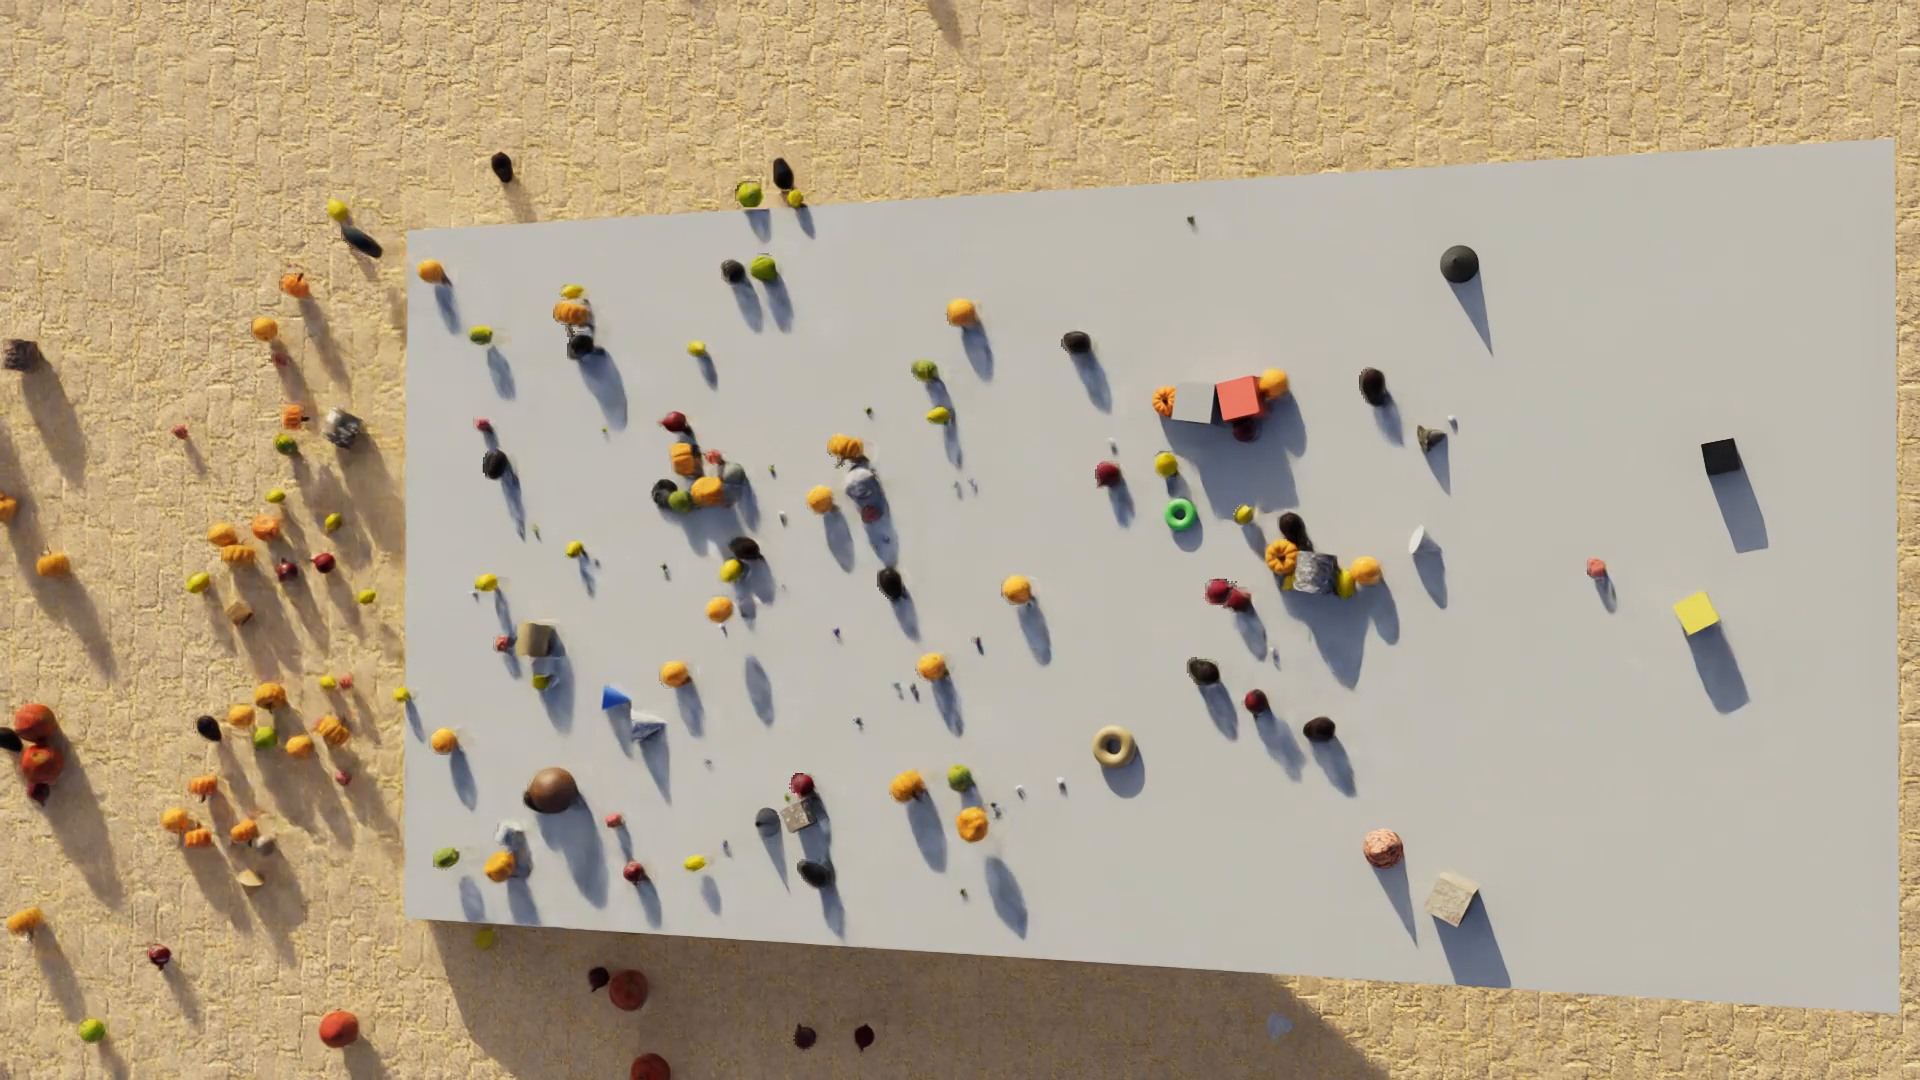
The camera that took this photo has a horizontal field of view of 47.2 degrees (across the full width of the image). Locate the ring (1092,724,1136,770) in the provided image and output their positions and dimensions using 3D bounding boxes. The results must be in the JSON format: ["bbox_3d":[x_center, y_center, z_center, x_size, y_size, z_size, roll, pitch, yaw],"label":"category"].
[{"bbox_3d":[0.395,0.531,5.639,0.114,0.038,0.114,0,90,19],"label":"ring"}]

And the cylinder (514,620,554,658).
[{"bbox_3d":[-1.201,0.277,6.198,0.093,0.093,0.093,10,92,0],"label":"cylinder"}]

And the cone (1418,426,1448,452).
[{"bbox_3d":[1.161,-0.256,5.372,0.065,0.065,0.065,-12,89,-7],"label":"cone"}]

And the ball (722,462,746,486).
[{"bbox_3d":[-0.618,-0.180,6.006,0.062,0.062,0.062,0,89,0],"label":"ball"}]

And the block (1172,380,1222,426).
[{"bbox_3d":[0.600,-0.346,5.542,0.100,0.100,0.100,8,92,20],"label":"block"}]

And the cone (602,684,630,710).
[{"bbox_3d":[-0.956,0.441,6.137,0.077,0.077,0.077,6,89,-7],"label":"cone"}]

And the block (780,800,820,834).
[{"bbox_3d":[-0.433,0.744,5.925,0.065,0.065,0.065,-28,80,18],"label":"block"}]

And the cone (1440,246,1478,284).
[{"bbox_3d":[1.203,-0.674,5.328,0.094,0.094,0.094,0,89,20],"label":"cone"}]

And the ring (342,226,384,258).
[{"bbox_3d":[-1.740,-0.868,6.412,0.131,0.131,0.044,37,92,0],"label":"ring"}]

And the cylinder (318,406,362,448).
[{"bbox_3d":[-1.817,-0.330,6.453,0.095,0.095,0.095,26,90,0],"label":"cylinder"}]

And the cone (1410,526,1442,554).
[{"bbox_3d":[1.147,0.011,5.372,0.072,0.072,0.072,19,89,-7],"label":"cone"}]

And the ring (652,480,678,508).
[{"bbox_3d":[-0.818,-0.130,6.099,0.079,0.026,0.079,0,90,20],"label":"ring"}]

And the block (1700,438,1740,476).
[{"bbox_3d":[1.772,-0.193,5.123,0.073,0.073,0.073,-11,85,20],"label":"block"}]

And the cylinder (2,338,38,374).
[{"bbox_3d":[-2.760,-0.541,6.460,0.090,0.090,0.090,6,89,0],"label":"cylinder"}]

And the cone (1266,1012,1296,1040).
[{"bbox_3d":[0.957,1.430,6.461,0.078,0.078,0.078,9,89,-27],"label":"cone"}]

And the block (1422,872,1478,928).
[{"bbox_3d":[1.185,0.868,5.315,0.091,0.091,0.091,26,98,19],"label":"block"}]

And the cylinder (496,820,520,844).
[{"bbox_3d":[-1.284,0.829,6.243,0.051,0.051,0.051,25,98,0],"label":"cylinder"}]

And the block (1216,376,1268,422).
[{"bbox_3d":[0.706,-0.352,5.506,0.094,0.094,0.094,-13,85,20],"label":"block"}]

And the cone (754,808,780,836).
[{"bbox_3d":[-0.539,0.768,5.956,0.080,0.080,0.080,0,89,20],"label":"cone"}]

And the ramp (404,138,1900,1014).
[{"bbox_3d":[0.281,0.089,5.759,4.000,0.100,2.000,0,89,20],"label":"ramp"}]

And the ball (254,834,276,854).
[{"bbox_3d":[-2.038,0.892,6.454,0.062,0.062,0.062,0,89,0],"label":"ball"}]

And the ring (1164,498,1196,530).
[{"bbox_3d":[0.561,-0.064,5.591,0.083,0.028,0.083,0,90,19],"label":"ring"}]

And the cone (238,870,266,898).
[{"bbox_3d":[-2.089,1.022,6.467,0.075,0.075,0.075,22,116,0],"label":"cone"}]

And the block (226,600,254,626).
[{"bbox_3d":[-2.120,0.215,6.469,0.051,0.051,0.051,41,89,1],"label":"block"}]

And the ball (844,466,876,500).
[{"bbox_3d":[-0.267,-0.151,5.863,0.089,0.089,0.089,0,89,0],"label":"ball"}]

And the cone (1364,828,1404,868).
[{"bbox_3d":[1.025,0.759,5.371,0.099,0.099,0.099,0,89,20],"label":"cone"}]

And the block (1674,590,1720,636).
[{"bbox_3d":[1.720,0.169,5.136,0.077,0.077,0.077,-30,80,17],"label":"block"}]

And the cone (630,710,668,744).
[{"bbox_3d":[-0.859,0.512,6.096,0.096,0.096,0.096,-6,89,-7],"label":"cone"}]
